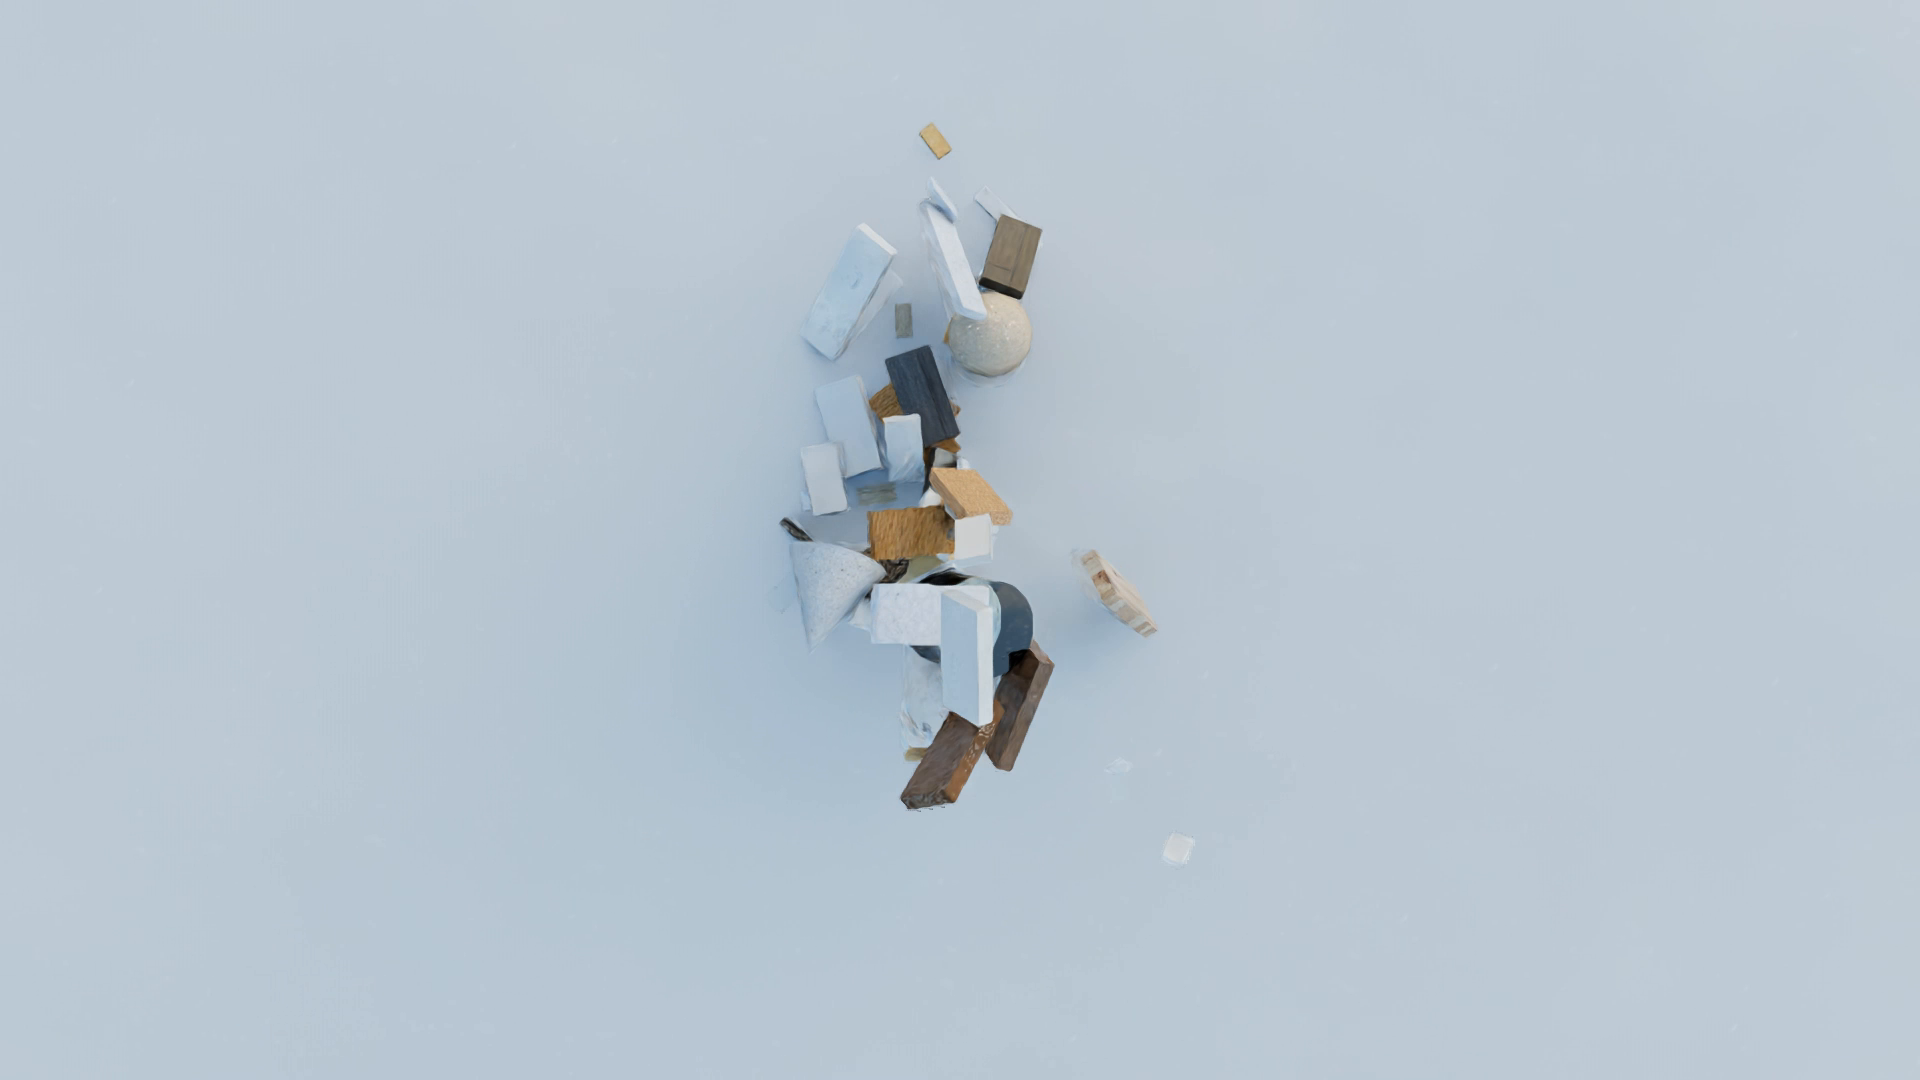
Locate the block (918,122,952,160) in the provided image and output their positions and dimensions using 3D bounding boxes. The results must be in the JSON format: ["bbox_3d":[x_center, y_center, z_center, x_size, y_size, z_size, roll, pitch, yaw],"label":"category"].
[{"bbox_3d":[-0.081,-1.329,5.492,0.056,0.016,0.112,-37,90,0],"label":"block"}]

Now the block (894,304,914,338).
[{"bbox_3d":[-0.187,-0.731,5.492,0.056,0.016,0.112,-3,90,0],"label":"block"}]

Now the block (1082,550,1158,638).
[{"bbox_3d":[0.514,0.176,5.301,0.051,0.358,0.179,-33,56,13],"label":"block"}]

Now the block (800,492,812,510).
[{"bbox_3d":[-0.464,-0.136,5.491,0.125,0.018,0.063,-6,90,0],"label":"block"}]

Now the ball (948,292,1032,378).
[{"bbox_3d":[0.098,-0.662,5.324,0.272,0.272,0.272,0,90,0],"label":"ball"}]

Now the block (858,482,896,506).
[{"bbox_3d":[-0.277,-0.152,5.491,0.125,0.018,0.063,-8,90,0],"label":"block"}]

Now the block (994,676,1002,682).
[{"bbox_3d":[0.114,0.366,5.481,0.264,0.037,0.132,43,90,0],"label":"block"}]

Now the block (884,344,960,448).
[{"bbox_3d":[-0.124,-0.467,5.408,0.156,0.044,0.311,-19,87,-2],"label":"block"}]

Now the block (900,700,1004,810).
[{"bbox_3d":[-0.019,0.587,4.518,0.168,0.348,0.048,-17,118,40],"label":"block"}]

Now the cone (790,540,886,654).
[{"bbox_3d":[-0.381,0.188,4.615,0.285,0.285,0.285,15,73,0],"label":"cone"}]

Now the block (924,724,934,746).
[{"bbox_3d":[-0.078,0.603,4.831,0.017,0.062,0.123,-19,103,1],"label":"block"}]

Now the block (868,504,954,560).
[{"bbox_3d":[-0.127,-0.024,4.933,0.291,0.041,0.145,-6,92,-21],"label":"block"}]

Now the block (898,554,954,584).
[{"bbox_3d":[-0.131,0.053,5.314,0.226,0.032,0.113,-27,87,36],"label":"block"}]

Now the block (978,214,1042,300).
[{"bbox_3d":[0.166,-0.924,5.373,0.146,0.041,0.292,20,56,-6],"label":"block"}]

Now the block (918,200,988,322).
[{"bbox_3d":[-0.025,-0.885,5.216,0.033,0.116,0.426,-35,61,32],"label":"block"}]

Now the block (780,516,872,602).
[{"bbox_3d":[-0.411,0.082,5.408,0.439,0.113,0.032,40,86,9],"label":"block"}]

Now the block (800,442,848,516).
[{"bbox_3d":[-0.449,-0.201,5.432,0.113,0.032,0.226,-11,93,-9],"label":"block"}]

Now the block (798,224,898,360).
[{"bbox_3d":[-0.364,-0.798,5.335,0.146,0.041,0.461,40,128,7],"label":"block"}]

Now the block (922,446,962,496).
[{"bbox_3d":[-0.060,-0.175,5.379,0.116,0.033,0.232,20,72,-34],"label":"block"}]

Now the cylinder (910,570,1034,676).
[{"bbox_3d":[0.023,0.245,4.875,0.279,0.279,0.279,-4,97,-32],"label":"cylinder"}]

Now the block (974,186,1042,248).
[{"bbox_3d":[0.161,-1.062,5.492,0.056,0.016,0.273,-44,90,0],"label":"block"}]

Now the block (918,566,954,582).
[{"bbox_3d":[-0.045,0.159,5.365,0.132,0.264,0.037,-23,71,4],"label":"block"}]

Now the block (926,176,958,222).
[{"bbox_3d":[-0.057,-1.089,5.279,0.020,0.072,0.143,-30,131,16],"label":"block"}]

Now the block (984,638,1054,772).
[{"bbox_3d":[0.162,0.483,4.890,0.051,0.179,0.358,14,107,-25],"label":"block"}]

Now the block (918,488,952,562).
[{"bbox_3d":[-0.073,-0.049,5.185,0.145,0.291,0.041,38,114,-10],"label":"block"}]

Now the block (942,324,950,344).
[{"bbox_3d":[0.021,-0.671,5.490,0.141,0.020,0.071,20,90,0],"label":"block"}]

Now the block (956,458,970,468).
[{"bbox_3d":[0.016,-0.191,5.378,0.020,0.072,0.143,-11,74,17],"label":"block"}]

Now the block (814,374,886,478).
[{"bbox_3d":[-0.363,-0.374,5.454,0.156,0.044,0.311,-16,90,19],"label":"block"}]

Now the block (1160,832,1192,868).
[{"bbox_3d":[0.612,0.874,4.655,0.062,0.123,0.017,21,119,13],"label":"block"}]

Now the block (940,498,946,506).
[{"bbox_3d":[-0.027,-0.109,5.270,0.072,0.143,0.020,37,110,-12],"label":"block"}]

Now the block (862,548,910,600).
[{"bbox_3d":[-0.276,0.107,5.186,0.145,0.298,0.041,16,111,11],"label":"block"}]

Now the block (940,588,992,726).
[{"bbox_3d":[0.018,0.317,4.458,0.048,0.168,0.337,-15,115,-33],"label":"block"}]

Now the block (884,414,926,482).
[{"bbox_3d":[-0.180,-0.298,5.349,0.116,0.033,0.232,-6,127,-3],"label":"block"}]

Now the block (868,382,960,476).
[{"bbox_3d":[-0.152,-0.381,5.463,0.156,0.044,0.311,-37,89,6],"label":"block"}]

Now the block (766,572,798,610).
[{"bbox_3d":[-0.576,0.170,5.491,0.125,0.018,0.063,-43,90,0],"label":"block"}]

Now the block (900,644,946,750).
[{"bbox_3d":[-0.086,0.466,5.084,0.179,0.051,0.358,-7,111,-23],"label":"block"}]

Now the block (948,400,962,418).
[{"bbox_3d":[-0.073,-0.448,5.486,0.141,0.020,0.071,36,90,4],"label":"block"}]

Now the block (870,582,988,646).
[{"bbox_3d":[-0.084,0.209,4.622,0.337,0.048,0.168,3,87,-25],"label":"block"}]

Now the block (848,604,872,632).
[{"bbox_3d":[-0.256,0.240,4.876,0.133,0.019,0.067,23,84,-25],"label":"block"}]

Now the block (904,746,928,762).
[{"bbox_3d":[-0.089,0.607,4.637,0.123,0.062,0.017,4,107,12],"label":"block"}]

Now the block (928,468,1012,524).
[{"bbox_3d":[0.029,-0.130,4.886,0.146,0.293,0.041,0,118,-25],"label":"block"}]

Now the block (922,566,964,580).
[{"bbox_3d":[-0.011,0.225,5.228,0.132,0.037,0.264,-21,99,5],"label":"block"}]

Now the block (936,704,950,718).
[{"bbox_3d":[0.007,0.499,4.731,0.133,0.019,0.067,29,63,-4],"label":"block"}]

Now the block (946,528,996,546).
[{"bbox_3d":[0.031,-0.007,4.722,0.097,0.194,0.028,17,85,-12],"label":"block"}]

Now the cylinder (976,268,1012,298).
[{"bbox_3d":[0.139,-0.869,5.437,0.126,0.126,0.126,36,90,0],"label":"cylinder"}]

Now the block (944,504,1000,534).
[{"bbox_3d":[0.034,-0.068,4.868,0.097,0.194,0.028,2,111,-22],"label":"block"}]

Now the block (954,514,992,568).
[{"bbox_3d":[0.035,0.002,4.420,0.097,0.194,0.028,-11,123,7],"label":"block"}]

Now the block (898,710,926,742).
[{"bbox_3d":[-0.139,0.538,4.767,0.019,0.133,0.067,-33,67,-1],"label":"block"}]

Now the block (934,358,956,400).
[{"bbox_3d":[-0.065,-0.528,5.471,0.071,0.020,0.141,-14,78,-3],"label":"block"}]
